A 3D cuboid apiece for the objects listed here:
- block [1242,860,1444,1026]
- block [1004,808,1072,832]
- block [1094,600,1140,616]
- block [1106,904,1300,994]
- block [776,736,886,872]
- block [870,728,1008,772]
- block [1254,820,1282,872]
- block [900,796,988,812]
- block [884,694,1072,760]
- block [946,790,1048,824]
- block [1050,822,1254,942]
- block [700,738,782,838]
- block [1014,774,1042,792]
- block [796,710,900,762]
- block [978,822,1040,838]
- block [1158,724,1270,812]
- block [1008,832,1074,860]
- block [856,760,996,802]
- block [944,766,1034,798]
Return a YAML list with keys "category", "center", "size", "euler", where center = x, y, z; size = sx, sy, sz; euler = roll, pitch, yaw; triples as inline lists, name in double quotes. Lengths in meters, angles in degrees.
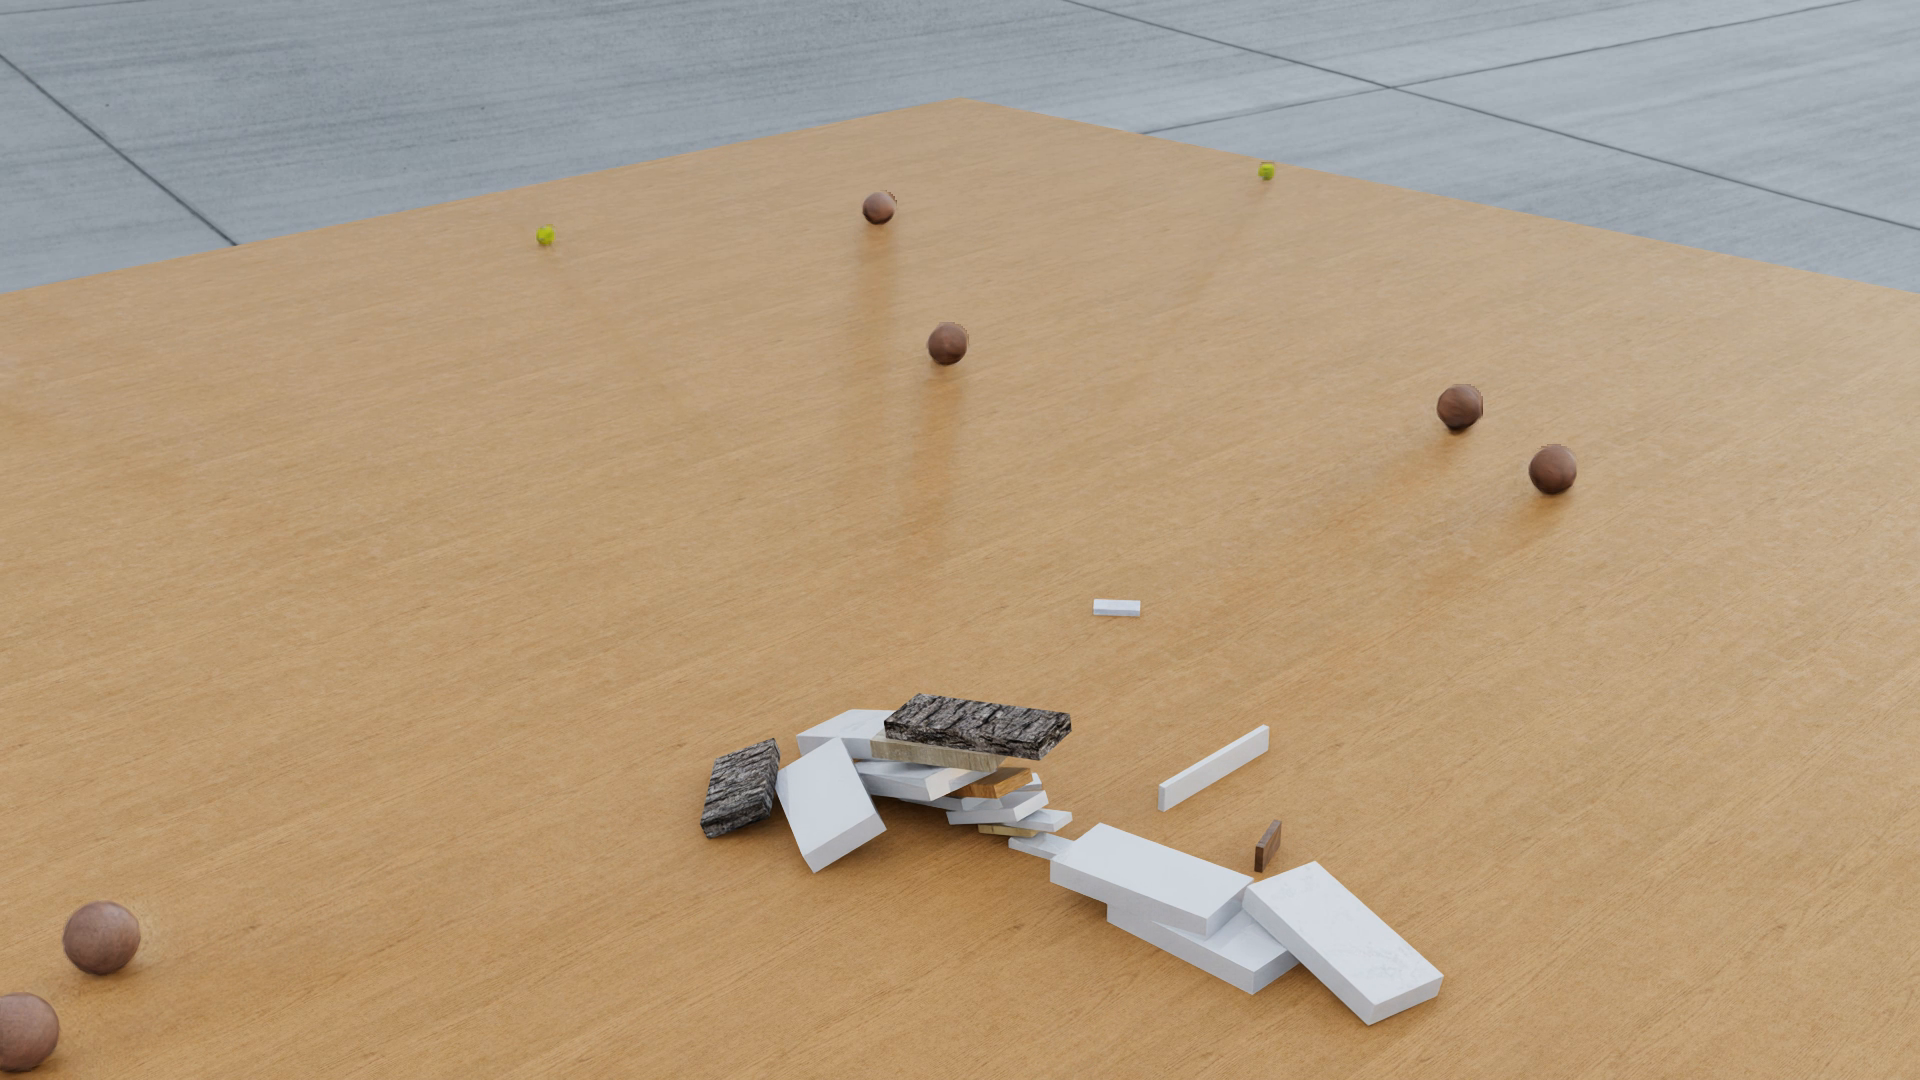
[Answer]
- category: "block"
  center: [0.679, 0.714, 3.924]
  size: [0.169, 0.048, 0.338]
  euler: [-13, 38, -33]
- category: "block"
  center: [0.153, 0.549, 4.328]
  size: [0.123, 0.017, 0.062]
  euler: [2, 17, 39]
- category: "block"
  center: [0.382, 0.165, 5.352]
  size: [0.113, 0.016, 0.056]
  euler: [2, 23, 5]
- category: "block"
  center: [0.453, 0.709, 4.027]
  size: [0.338, 0.048, 0.169]
  euler: [21, 31, 40]
- category: "block"
  center: [-0.266, 0.522, 4.382]
  size: [0.164, 0.046, 0.328]
  euler: [-31, 27, -3]
- category: "block"
  center: [-0.028, 0.399, 4.359]
  size: [0.268, 0.038, 0.134]
  euler: [4, 23, 28]
- category: "block"
  center: [0.600, 0.596, 4.284]
  size: [0.016, 0.056, 0.113]
  euler: [11, 25, 23]
- category: "block"
  center: [-0.026, 0.510, 4.460]
  size: [0.096, 0.027, 0.193]
  euler: [-23, 17, -40]
- category: "block"
  center: [0.034, 0.365, 4.321]
  size: [0.347, 0.038, 0.134]
  euler: [5, 24, 30]
- category: "block"
  center: [0.074, 0.533, 4.377]
  size: [0.193, 0.027, 0.096]
  euler: [-10, 10, 46]
- category: "block"
  center: [0.355, 0.632, 4.087]
  size: [0.338, 0.048, 0.169]
  euler: [16, 28, 33]
- category: "block"
  center: [-0.444, 0.502, 4.468]
  size: [0.134, 0.038, 0.268]
  euler: [-20, 21, 9]
- category: "block"
  center: [0.119, 0.504, 4.556]
  size: [0.093, 0.013, 0.046]
  euler: [-5, 23, -11]
- category: "block"
  center: [-0.174, 0.408, 4.612]
  size: [0.328, 0.046, 0.164]
  euler: [-3, 15, 46]
- category: "block"
  center: [0.104, 0.566, 4.367]
  size: [0.123, 0.017, 0.062]
  euler: [0, 16, 34]
- category: "block"
  center: [0.530, 0.473, 4.575]
  size: [0.016, 0.056, 0.358]
  euler: [20, 30, 39]
- category: "block"
  center: [0.164, 0.600, 4.325]
  size: [0.123, 0.017, 0.062]
  euler: [13, 26, 28]
- category: "block"
  center: [-0.089, 0.466, 4.442]
  size: [0.164, 0.046, 0.328]
  euler: [-21, 9, -33]
- category: "block"
  center: [0.046, 0.479, 4.356]
  size: [0.096, 0.027, 0.193]
  euler: [-21, 10, -36]
